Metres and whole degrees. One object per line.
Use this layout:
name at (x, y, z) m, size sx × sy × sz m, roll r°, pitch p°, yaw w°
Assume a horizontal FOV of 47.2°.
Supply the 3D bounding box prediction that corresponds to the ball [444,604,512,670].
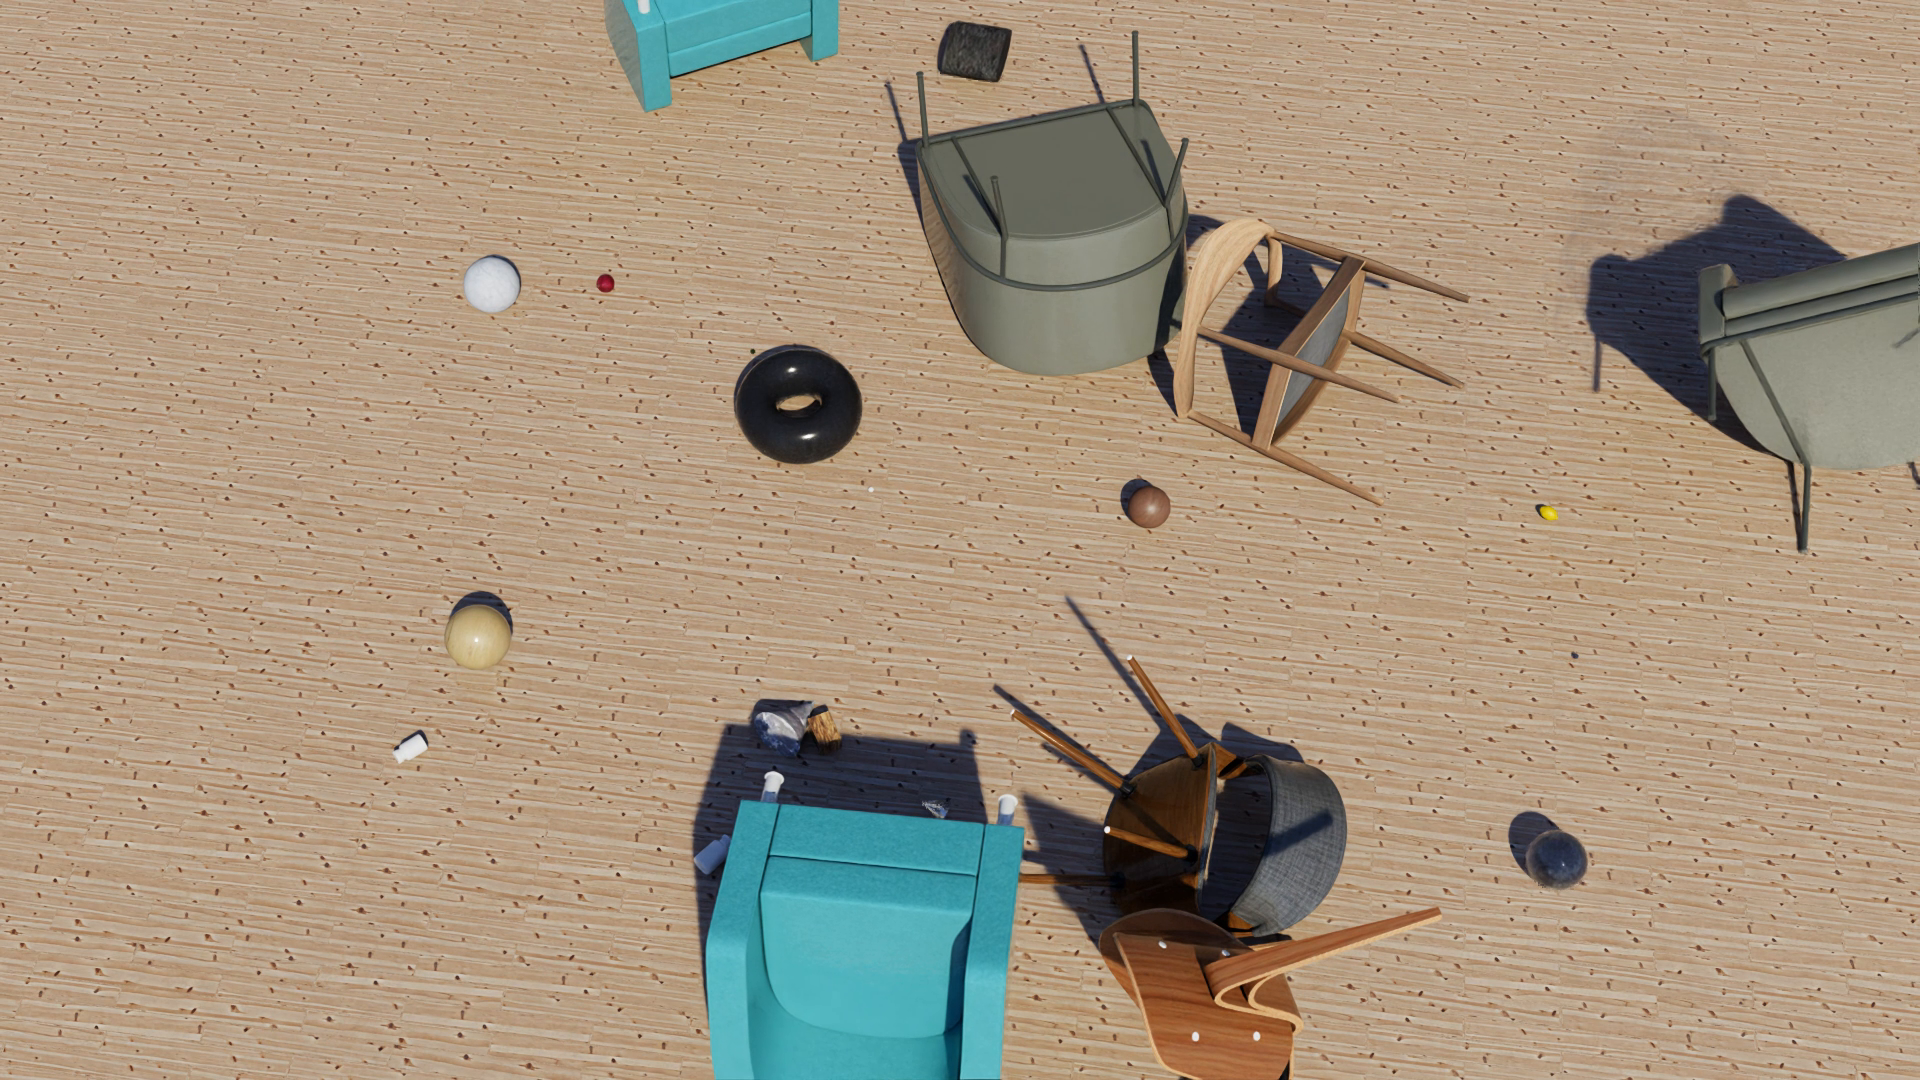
ball at (-1.376, 0.277, 6.275) m, size 0.188 × 0.188 × 0.188 m, roll 0°, pitch 56°, yaw 0°

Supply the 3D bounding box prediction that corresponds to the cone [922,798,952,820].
cone at (-0.073, 0.733, 6.070) m, size 0.074 × 0.042 × 0.073 m, roll 11°, pitch 51°, yaw 27°

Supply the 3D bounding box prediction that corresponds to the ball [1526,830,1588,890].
ball at (1.602, 0.859, 5.901) m, size 0.160 × 0.160 × 0.160 m, roll 0°, pitch 56°, yaw 0°

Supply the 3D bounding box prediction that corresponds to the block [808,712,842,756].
block at (-0.380, 0.543, 6.171) m, size 0.064 × 0.063 × 0.092 m, roll -20°, pitch 58°, yaw -13°

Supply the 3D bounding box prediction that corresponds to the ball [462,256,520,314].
ball at (-1.494, -0.812, 7.011) m, size 0.179 × 0.179 × 0.179 m, roll 0°, pitch 56°, yaw 0°

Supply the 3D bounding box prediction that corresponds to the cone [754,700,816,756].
cone at (-0.461, 0.500, 6.200) m, size 0.157 × 0.133 × 0.185 m, roll 35°, pitch 43°, yaw 13°

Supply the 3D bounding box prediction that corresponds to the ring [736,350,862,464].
ring at (-0.493, -0.410, 6.751) m, size 0.387 × 0.165 × 0.402 m, roll -28°, pitch 59°, yaw -16°

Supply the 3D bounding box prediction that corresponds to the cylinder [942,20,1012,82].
cylinder at (0.059, -1.700, 7.641) m, size 0.192 × 0.121 × 0.255 m, roll 11°, pitch 51°, yaw 7°
